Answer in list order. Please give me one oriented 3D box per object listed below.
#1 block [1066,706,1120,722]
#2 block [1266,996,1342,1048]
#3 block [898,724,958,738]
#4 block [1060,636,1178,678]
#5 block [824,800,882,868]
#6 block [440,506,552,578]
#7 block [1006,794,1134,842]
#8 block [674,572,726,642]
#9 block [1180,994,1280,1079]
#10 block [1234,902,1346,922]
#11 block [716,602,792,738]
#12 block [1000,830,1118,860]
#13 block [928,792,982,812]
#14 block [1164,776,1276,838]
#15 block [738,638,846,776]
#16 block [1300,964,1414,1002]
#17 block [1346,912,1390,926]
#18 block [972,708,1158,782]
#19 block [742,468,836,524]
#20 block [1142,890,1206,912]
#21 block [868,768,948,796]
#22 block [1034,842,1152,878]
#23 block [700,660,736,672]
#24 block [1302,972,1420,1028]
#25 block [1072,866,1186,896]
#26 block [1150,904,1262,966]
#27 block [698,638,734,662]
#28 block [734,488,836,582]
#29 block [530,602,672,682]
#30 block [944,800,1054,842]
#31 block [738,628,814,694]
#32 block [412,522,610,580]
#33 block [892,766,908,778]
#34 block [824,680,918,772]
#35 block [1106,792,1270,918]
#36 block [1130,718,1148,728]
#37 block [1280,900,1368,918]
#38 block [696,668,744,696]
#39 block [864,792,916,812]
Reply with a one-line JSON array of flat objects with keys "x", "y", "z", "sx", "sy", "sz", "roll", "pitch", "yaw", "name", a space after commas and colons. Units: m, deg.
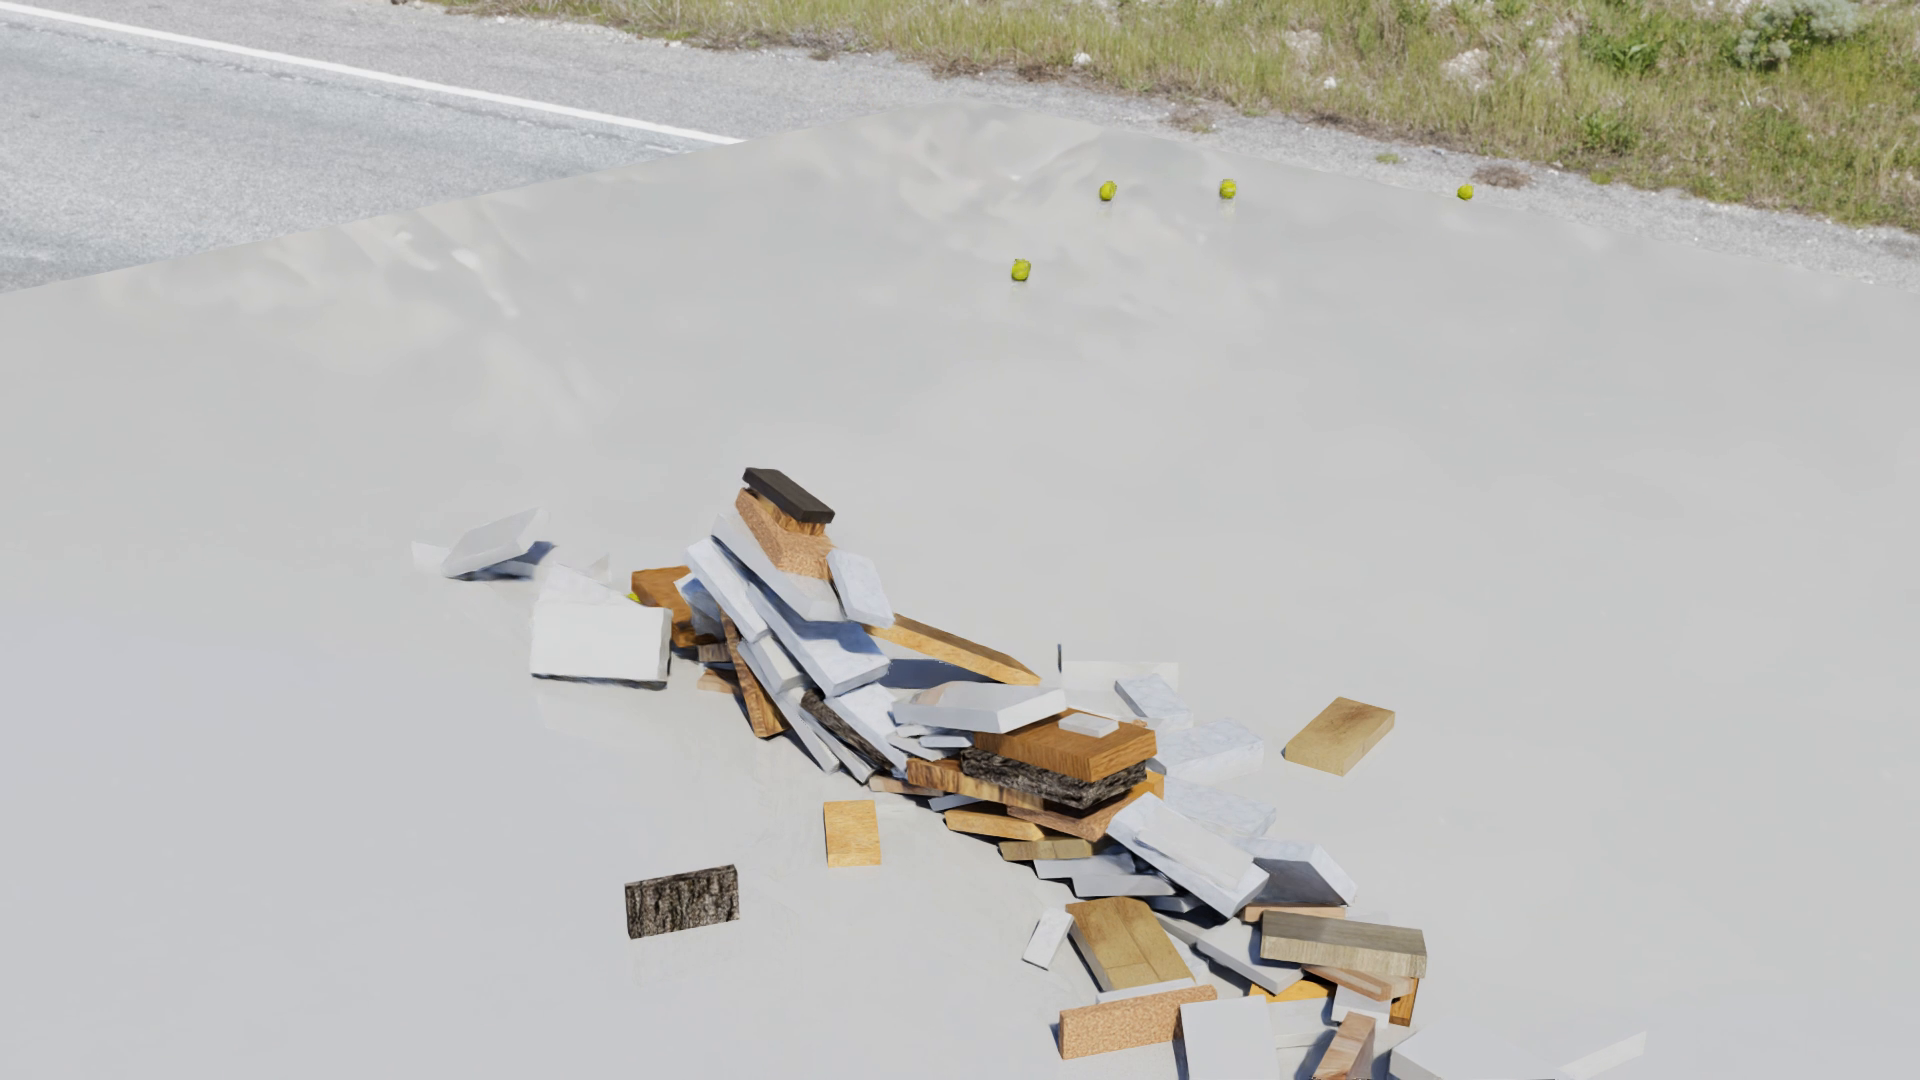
[{"x": 0.194, "y": 0.356, "z": 4.516, "sx": 0.151, "sy": 0.043, "sz": 0.301, "roll": 12, "pitch": -4, "yaw": -21, "name": "block"}, {"x": 0.553, "y": 0.819, "z": 3.721, "sx": 0.182, "sy": 0.026, "sz": 0.091, "roll": -7, "pitch": 24, "yaw": 6, "name": "block"}, {"x": -0.049, "y": 0.368, "z": 4.393, "sx": 0.140, "sy": 0.020, "sz": 0.070, "roll": -9, "pitch": 9, "yaw": 32, "name": "block"}, {"x": 0.367, "y": 0.269, "z": 5.078, "sx": 0.266, "sy": 0.038, "sz": 0.133, "roll": 1, "pitch": 23, "yaw": 2, "name": "block"}, {"x": -0.214, "y": 0.580, "z": 4.357, "sx": 0.103, "sy": 0.029, "sz": 0.205, "roll": -2, "pitch": 23, "yaw": -5, "name": "block"}, {"x": -1.156, "y": 0.005, "z": 5.474, "sx": 0.283, "sy": 0.040, "sz": 0.141, "roll": -16, "pitch": 31, "yaw": 35, "name": "block"}, {"x": 0.218, "y": 0.511, "z": 4.193, "sx": 0.127, "sy": 0.036, "sz": 0.255, "roll": -18, "pitch": 17, "yaw": -36, "name": "block"}, {"x": -0.534, "y": 0.132, "z": 4.916, "sx": 0.123, "sy": 0.246, "sz": 0.035, "roll": -29, "pitch": 58, "yaw": 0, "name": "block"}, {"x": 0.447, "y": 0.865, "z": 3.598, "sx": 0.144, "sy": 0.041, "sz": 0.288, "roll": -8, "pitch": 30, "yaw": 4, "name": "block"}, {"x": 0.590, "y": 0.669, "z": 3.951, "sx": 0.184, "sy": 0.026, "sz": 0.092, "roll": 2, "pitch": -5, "yaw": -8, "name": "block"}, {"x": -0.407, "y": 0.239, "z": 4.777, "sx": 0.171, "sy": 0.343, "sz": 0.049, "roll": -18, "pitch": 2, "yaw": -35, "name": "block"}, {"x": 0.205, "y": 0.574, "z": 4.225, "sx": 0.127, "sy": 0.036, "sz": 0.255, "roll": -19, "pitch": 4, "yaw": -38, "name": "block"}, {"x": 0.031, "y": 0.504, "z": 4.430, "sx": 0.183, "sy": 0.026, "sz": 0.091, "roll": -19, "pitch": 5, "yaw": 44, "name": "block"}, {"x": 0.497, "y": 0.546, "z": 4.429, "sx": 0.247, "sy": 0.035, "sz": 0.123, "roll": 13, "pitch": 26, "yaw": 28, "name": "block"}, {"x": -0.305, "y": 0.320, "z": 4.680, "sx": 0.171, "sy": 0.049, "sz": 0.343, "roll": -26, "pitch": 69, "yaw": -35, "name": "block"}, {"x": 0.678, "y": 0.741, "z": 3.756, "sx": 0.087, "sy": 0.025, "sz": 0.174, "roll": -3, "pitch": 13, "yaw": -40, "name": "block"}, {"x": 0.662, "y": 0.727, "z": 3.951, "sx": 0.228, "sy": 0.032, "sz": 0.114, "roll": -9, "pitch": 22, "yaw": 8, "name": "block"}, {"x": 0.196, "y": 0.378, "z": 4.171, "sx": 0.167, "sy": 0.047, "sz": 0.334, "roll": -18, "pitch": 18, "yaw": -36, "name": "block"}, {"x": -0.359, "y": -0.093, "z": 4.603, "sx": 0.192, "sy": 0.027, "sz": 0.096, "roll": 35, "pitch": 20, "yaw": 34, "name": "block"}, {"x": 0.399, "y": 0.649, "z": 4.054, "sx": 0.097, "sy": 0.028, "sz": 0.194, "roll": -18, "pitch": 3, "yaw": -25, "name": "block"}, {"x": -0.085, "y": 0.491, "z": 4.513, "sx": 0.183, "sy": 0.026, "sz": 0.091, "roll": 0, "pitch": 16, "yaw": 35, "name": "block"}, {"x": 0.280, "y": 0.594, "z": 4.161, "sx": 0.135, "sy": 0.038, "sz": 0.271, "roll": -19, "pitch": 4, "yaw": -40, "name": "block"}, {"x": -0.526, "y": 0.276, "z": 5.084, "sx": 0.148, "sy": 0.021, "sz": 0.074, "roll": -1, "pitch": 23, "yaw": -3, "name": "block"}, {"x": 0.681, "y": 0.768, "z": 3.839, "sx": 0.228, "sy": 0.032, "sz": 0.114, "roll": 8, "pitch": 55, "yaw": 19, "name": "block"}, {"x": 0.347, "y": 0.623, "z": 4.083, "sx": 0.135, "sy": 0.038, "sz": 0.271, "roll": -13, "pitch": 0, "yaw": -37, "name": "block"}, {"x": 0.450, "y": 0.704, "z": 4.015, "sx": 0.114, "sy": 0.032, "sz": 0.228, "roll": -19, "pitch": 22, "yaw": -31, "name": "block"}, {"x": -0.480, "y": 0.239, "z": 4.944, "sx": 0.141, "sy": 0.040, "sz": 0.283, "roll": -11, "pitch": 1, "yaw": -24, "name": "block"}, {"x": -0.354, "y": -0.011, "z": 4.586, "sx": 0.150, "sy": 0.042, "sz": 0.300, "roll": 14, "pitch": 20, "yaw": -30, "name": "block"}, {"x": -0.812, "y": 0.229, "z": 4.970, "sx": 0.324, "sy": 0.162, "sz": 0.046, "roll": 2, "pitch": -8, "yaw": 19, "name": "block"}, {"x": 0.101, "y": 0.543, "z": 4.337, "sx": 0.127, "sy": 0.036, "sz": 0.255, "roll": -20, "pitch": 12, "yaw": -39, "name": "block"}, {"x": -0.389, "y": 0.154, "z": 4.665, "sx": 0.171, "sy": 0.049, "sz": 0.343, "roll": -18, "pitch": 60, "yaw": -31, "name": "block"}, {"x": -1.151, "y": 0.036, "z": 5.626, "sx": 0.505, "sy": 0.040, "sz": 0.141, "roll": 10, "pitch": 25, "yaw": 22, "name": "block"}, {"x": -0.038, "y": 0.463, "z": 4.479, "sx": 0.183, "sy": 0.026, "sz": 0.091, "roll": 3, "pitch": 18, "yaw": 34, "name": "block"}, {"x": -0.154, "y": 0.372, "z": 4.503, "sx": 0.236, "sy": 0.033, "sz": 0.118, "roll": 39, "pitch": 38, "yaw": 23, "name": "block"}, {"x": 0.409, "y": 0.563, "z": 3.949, "sx": 0.271, "sy": 0.038, "sz": 0.135, "roll": 33, "pitch": 29, "yaw": 21, "name": "block"}, {"x": 0.336, "y": 0.454, "z": 4.463, "sx": 0.024, "sy": 0.167, "sz": 0.084, "roll": 19, "pitch": 22, "yaw": 28, "name": "block"}, {"x": 0.693, "y": 0.699, "z": 4.080, "sx": 0.092, "sy": 0.026, "sz": 0.184, "roll": -17, "pitch": 28, "yaw": -34, "name": "block"}, {"x": -0.512, "y": 0.322, "z": 4.975, "sx": 0.149, "sy": 0.021, "sz": 0.074, "roll": 7, "pitch": 24, "yaw": 15, "name": "block"}, {"x": -0.143, "y": 0.534, "z": 4.484, "sx": 0.106, "sy": 0.015, "sz": 0.053, "roll": 0, "pitch": 23, "yaw": -1, "name": "block"}]
